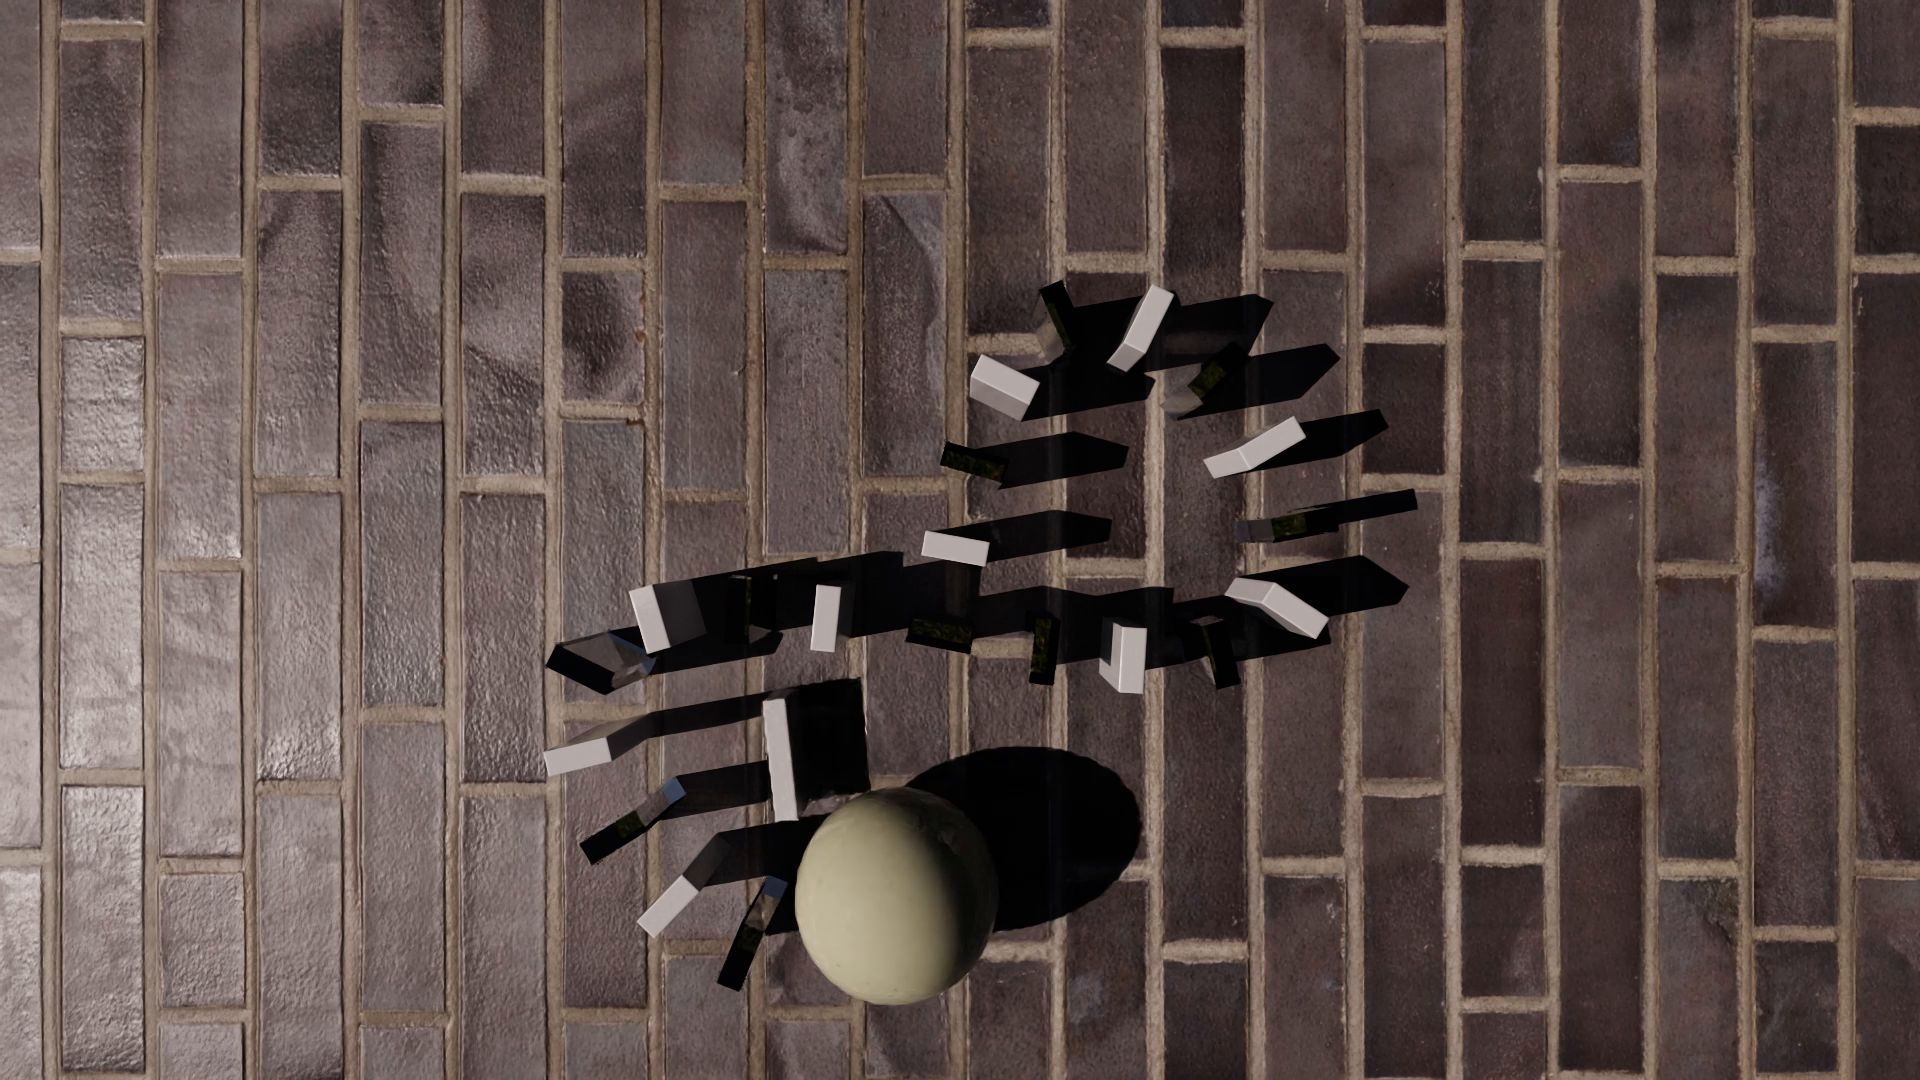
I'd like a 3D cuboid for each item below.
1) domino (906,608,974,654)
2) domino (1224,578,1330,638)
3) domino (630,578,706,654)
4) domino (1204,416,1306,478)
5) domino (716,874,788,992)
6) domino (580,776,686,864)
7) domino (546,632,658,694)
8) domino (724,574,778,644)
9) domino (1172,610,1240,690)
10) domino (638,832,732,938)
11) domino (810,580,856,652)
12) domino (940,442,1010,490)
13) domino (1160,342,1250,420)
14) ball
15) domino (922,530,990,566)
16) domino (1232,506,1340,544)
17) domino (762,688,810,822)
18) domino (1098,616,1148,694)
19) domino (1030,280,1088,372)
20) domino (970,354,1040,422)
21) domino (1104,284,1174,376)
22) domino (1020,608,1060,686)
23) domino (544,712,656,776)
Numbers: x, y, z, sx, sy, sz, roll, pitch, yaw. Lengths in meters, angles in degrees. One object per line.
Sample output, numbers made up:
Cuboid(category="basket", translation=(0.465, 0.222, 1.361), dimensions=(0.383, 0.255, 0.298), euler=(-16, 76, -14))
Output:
Cuboid(category="domino", translation=(-0.008, 0.037, 0.375), dimensions=(0.025, 0.050, 0.010), euler=(11, 90, 0))
Cuboid(category="domino", translation=(0.128, 0.027, 0.375), dimensions=(0.025, 0.050, 0.010), euler=(34, 90, 0))
Cuboid(category="domino", translation=(-0.118, 0.030, 0.375), dimensions=(0.009, 0.050, 0.025), euler=(-16, 90, 0))
Cuboid(category="domino", translation=(0.119, -0.037, 0.375), dimensions=(0.025, 0.050, 0.010), euler=(-30, 90, 0))
Cuboid(category="domino", translation=(-0.084, 0.159, 0.375), dimensions=(0.010, 0.050, 0.025), euler=(22, 90, 0))
Cuboid(category="domino", translation=(-0.132, 0.114, 0.375), dimensions=(0.025, 0.050, 0.009), euler=(-32, 90, 0))
Cuboid(category="domino", translation=(-0.145, 0.050, 0.375), dimensions=(0.025, 0.050, 0.009), euler=(26, 90, 0))
Cuboid(category="domino", translation=(-0.085, 0.027, 0.375), dimensions=(0.009, 0.050, 0.025), euler=(2, 90, 0))
Cuboid(category="domino", translation=(0.100, 0.044, 0.375), dimensions=(0.010, 0.050, 0.025), euler=(-14, 90, 0))
Cuboid(category="domino", translation=(-0.111, 0.140, 0.375), dimensions=(0.010, 0.050, 0.025), euler=(44, 90, 0))
Cuboid(category="domino", translation=(-0.051, 0.030, 0.375), dimensions=(0.009, 0.050, 0.025), euler=(6, 90, 0))
Cuboid(category="domino", translation=(0.006, -0.030, 0.375), dimensions=(0.025, 0.050, 0.010), euler=(16, 90, 0))
Cuboid(category="domino", translation=(0.099, -0.064, 0.375), dimensions=(0.025, 0.050, 0.009), euler=(-44, 90, 0))
Cuboid(category="ball", translation=(-0.025, 0.138, 0.360), dimensions=(0.080, 0.080, 0.080), euler=(0, 90, 0))
Cuboid(category="domino", translation=(-0.002, 0.003, 0.375), dimensions=(0.025, 0.050, 0.010), euler=(10, 90, 0))
Cuboid(category="domino", translation=(0.132, -0.006, 0.375), dimensions=(0.025, 0.050, 0.009), euler=(-11, 90, 0))
Cuboid(category="domino", translation=(-0.073, 0.090, 0.387), dimensions=(0.009, 0.025, 0.050), euler=(-6, 91, 2))
Cuboid(category="domino", translation=(0.066, 0.046, 0.375), dimensions=(0.010, 0.050, 0.025), euler=(3, 90, 0))
Cuboid(category="domino", translation=(0.040, -0.086, 0.375), dimensions=(0.009, 0.050, 0.025), euler=(-24, 90, 0))
Cuboid(category="domino", translation=(0.017, -0.061, 0.375), dimensions=(0.025, 0.050, 0.010), euler=(26, 90, 0))
Cuboid(category="domino", translation=(0.072, -0.085, 0.375), dimensions=(0.009, 0.050, 0.025), euler=(26, 90, 0))
Cuboid(category="domino", translation=(0.032, 0.043, 0.375), dimensions=(0.009, 0.050, 0.025), euler=(6, 90, 0))
Cuboid(category="domino", translation=(-0.146, 0.083, 0.375), dimensions=(0.025, 0.050, 0.009), euler=(-14, 90, 0))
